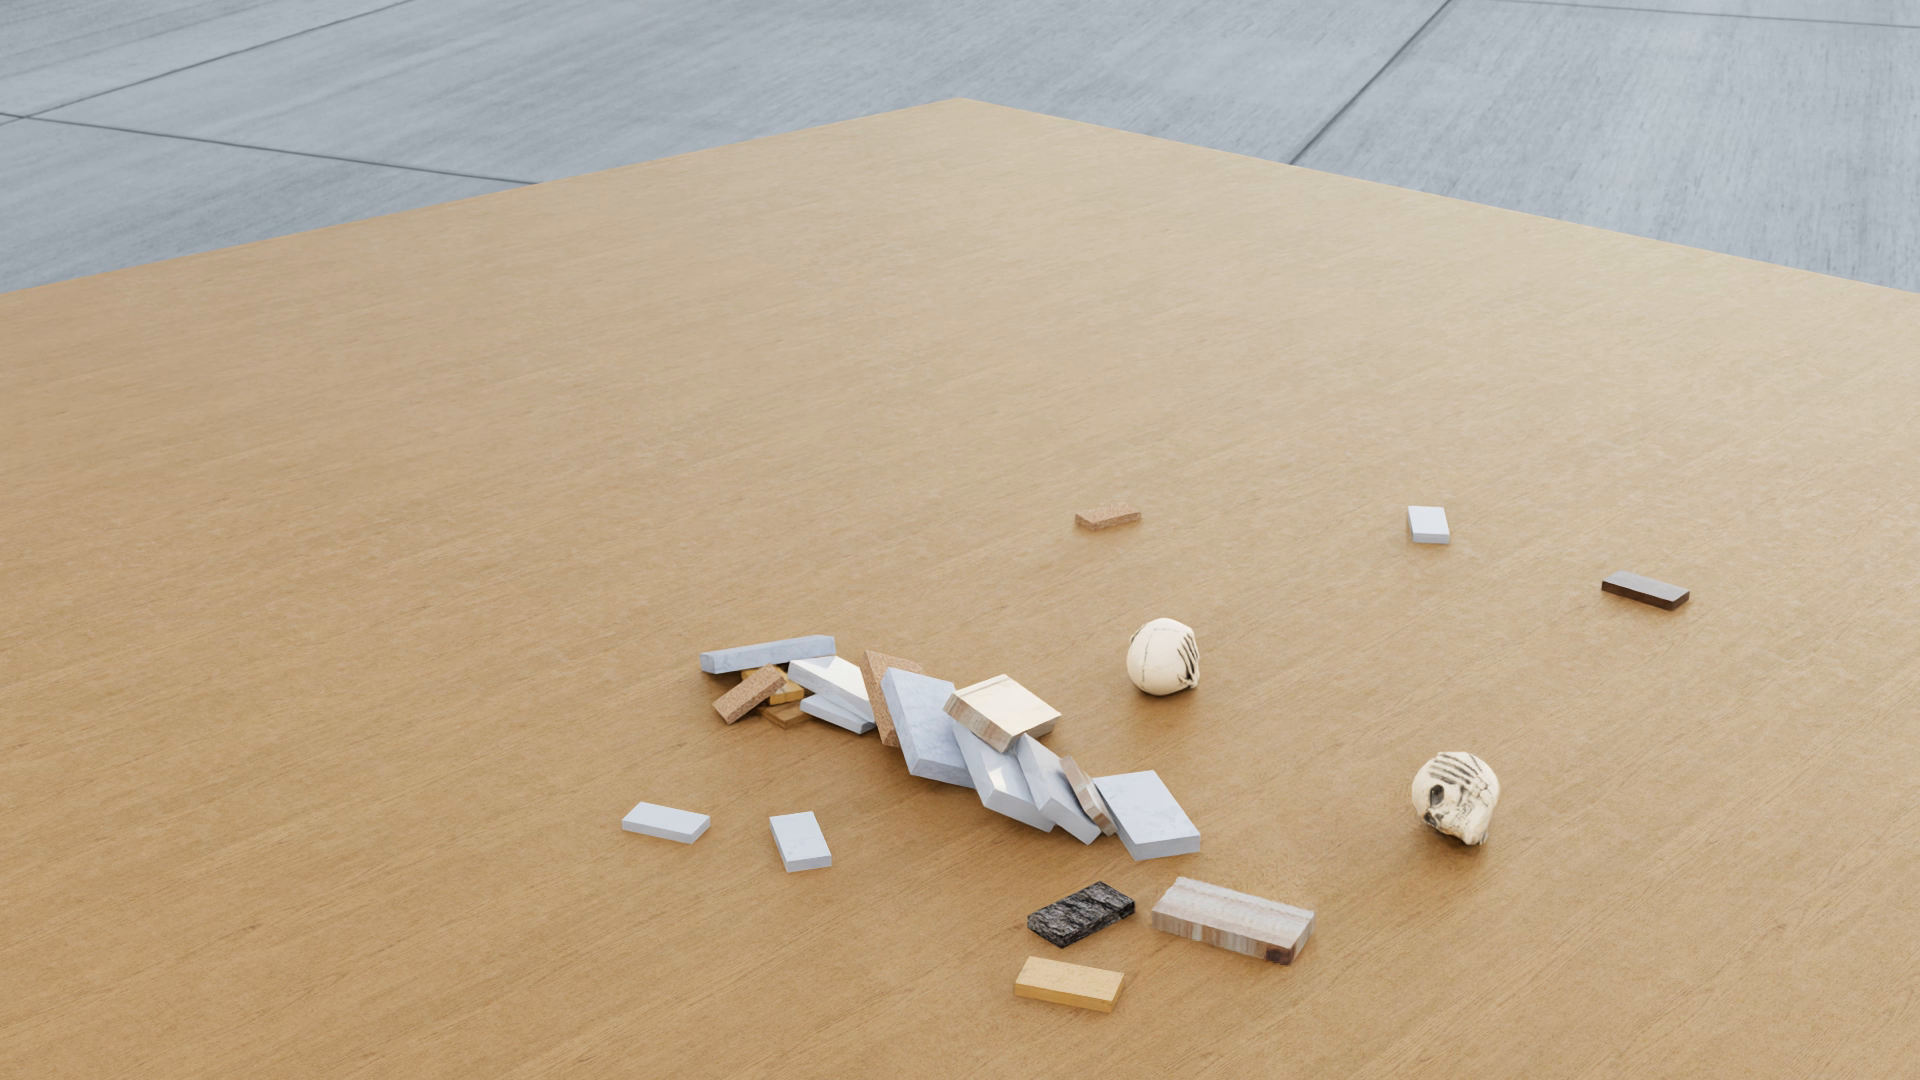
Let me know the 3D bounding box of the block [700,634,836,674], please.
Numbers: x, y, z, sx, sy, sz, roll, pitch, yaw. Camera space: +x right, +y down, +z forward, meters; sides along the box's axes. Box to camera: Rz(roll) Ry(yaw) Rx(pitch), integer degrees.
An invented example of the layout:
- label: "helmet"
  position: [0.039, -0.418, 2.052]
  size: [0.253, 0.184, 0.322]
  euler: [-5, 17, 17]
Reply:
- label: "block"
  position: [-0.441, 0.260, 5.032]
  size: [0.283, 0.040, 0.142]
  euler: [-9, 3, -19]

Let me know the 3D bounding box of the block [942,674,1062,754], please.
- label: "block"
  position: [0.092, 0.364, 4.652]
  size: [0.156, 0.044, 0.312]
  euler: [35, 15, 16]

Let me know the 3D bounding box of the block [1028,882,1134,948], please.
- label: "block"
  position: [0.225, 0.696, 4.087]
  size: [0.186, 0.026, 0.093]
  euler: [-18, 29, -37]

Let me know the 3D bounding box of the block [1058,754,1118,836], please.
- label: "block"
  position: [0.258, 0.512, 4.417]
  size: [0.025, 0.088, 0.176]
  euler: [-38, 33, 7]

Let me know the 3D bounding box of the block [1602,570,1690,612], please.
- label: "block"
  position: [1.694, 0.124, 5.435]
  size: [0.186, 0.026, 0.093]
  euler: [20, 30, 38]

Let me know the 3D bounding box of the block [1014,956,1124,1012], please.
- label: "block"
  position: [0.194, 0.784, 3.881]
  size: [0.175, 0.025, 0.088]
  euler: [7, 24, 17]

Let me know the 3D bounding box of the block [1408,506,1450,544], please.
- label: "block"
  position: [1.240, -0.041, 5.823]
  size: [0.093, 0.026, 0.186]
  euler: [3, 23, 6]

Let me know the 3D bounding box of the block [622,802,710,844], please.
- label: "block"
  position: [-0.588, 0.566, 4.399]
  size: [0.157, 0.022, 0.078]
  euler: [9, 25, 20]

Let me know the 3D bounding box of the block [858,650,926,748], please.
- label: "block"
  position: [-0.122, 0.351, 4.747]
  size: [0.142, 0.040, 0.284]
  euler: [15, 28, -24]

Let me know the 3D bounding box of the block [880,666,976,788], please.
- label: "block"
  position: [-0.058, 0.394, 4.630]
  size: [0.156, 0.044, 0.312]
  euler: [15, 28, -24]

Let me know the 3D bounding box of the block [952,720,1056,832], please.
- label: "block"
  position: [0.092, 0.471, 4.487]
  size: [0.156, 0.044, 0.312]
  euler: [25, 17, -22]

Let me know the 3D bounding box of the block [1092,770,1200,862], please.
- label: "block"
  position: [0.370, 0.551, 4.414]
  size: [0.135, 0.038, 0.270]
  euler: [-6, 24, -14]

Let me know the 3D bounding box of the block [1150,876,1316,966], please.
- label: "block"
  position: [0.504, 0.701, 4.059]
  size: [0.270, 0.038, 0.135]
  euler: [12, 26, 25]

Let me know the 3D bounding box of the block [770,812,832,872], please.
- label: "block"
  position: [-0.315, 0.593, 4.330]
  size: [0.088, 0.025, 0.175]
  euler: [-6, 24, -14]

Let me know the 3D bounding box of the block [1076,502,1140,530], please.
- label: "block"
  position: [0.396, -0.064, 5.883]
  size: [0.157, 0.022, 0.078]
  euler: [-13, 26, -28]

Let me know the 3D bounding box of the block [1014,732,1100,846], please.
- label: "block"
  position: [0.193, 0.500, 4.432]
  size: [0.135, 0.038, 0.270]
  euler: [37, 12, -22]

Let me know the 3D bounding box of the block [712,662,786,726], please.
- label: "block"
  position: [-0.465, 0.338, 4.846]
  size: [0.157, 0.022, 0.078]
  euler: [-36, 32, -11]

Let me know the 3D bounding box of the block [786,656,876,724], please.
- label: "block"
  position: [-0.235, 0.330, 4.873]
  size: [0.283, 0.040, 0.142]
  euler: [24, 18, 39]

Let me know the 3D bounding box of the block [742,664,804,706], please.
- label: "block"
  position: [-0.420, 0.321, 4.913]
  size: [0.081, 0.023, 0.161]
  euler: [-9, 23, -27]

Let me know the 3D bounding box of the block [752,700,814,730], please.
- label: "block"
  position: [-0.403, 0.370, 4.860]
  size: [0.081, 0.023, 0.161]
  euler: [-19, 29, -37]

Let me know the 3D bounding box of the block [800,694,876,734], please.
- label: "block"
  position: [-0.261, 0.377, 4.805]
  size: [0.161, 0.023, 0.081]
  euler: [19, 19, 26]
